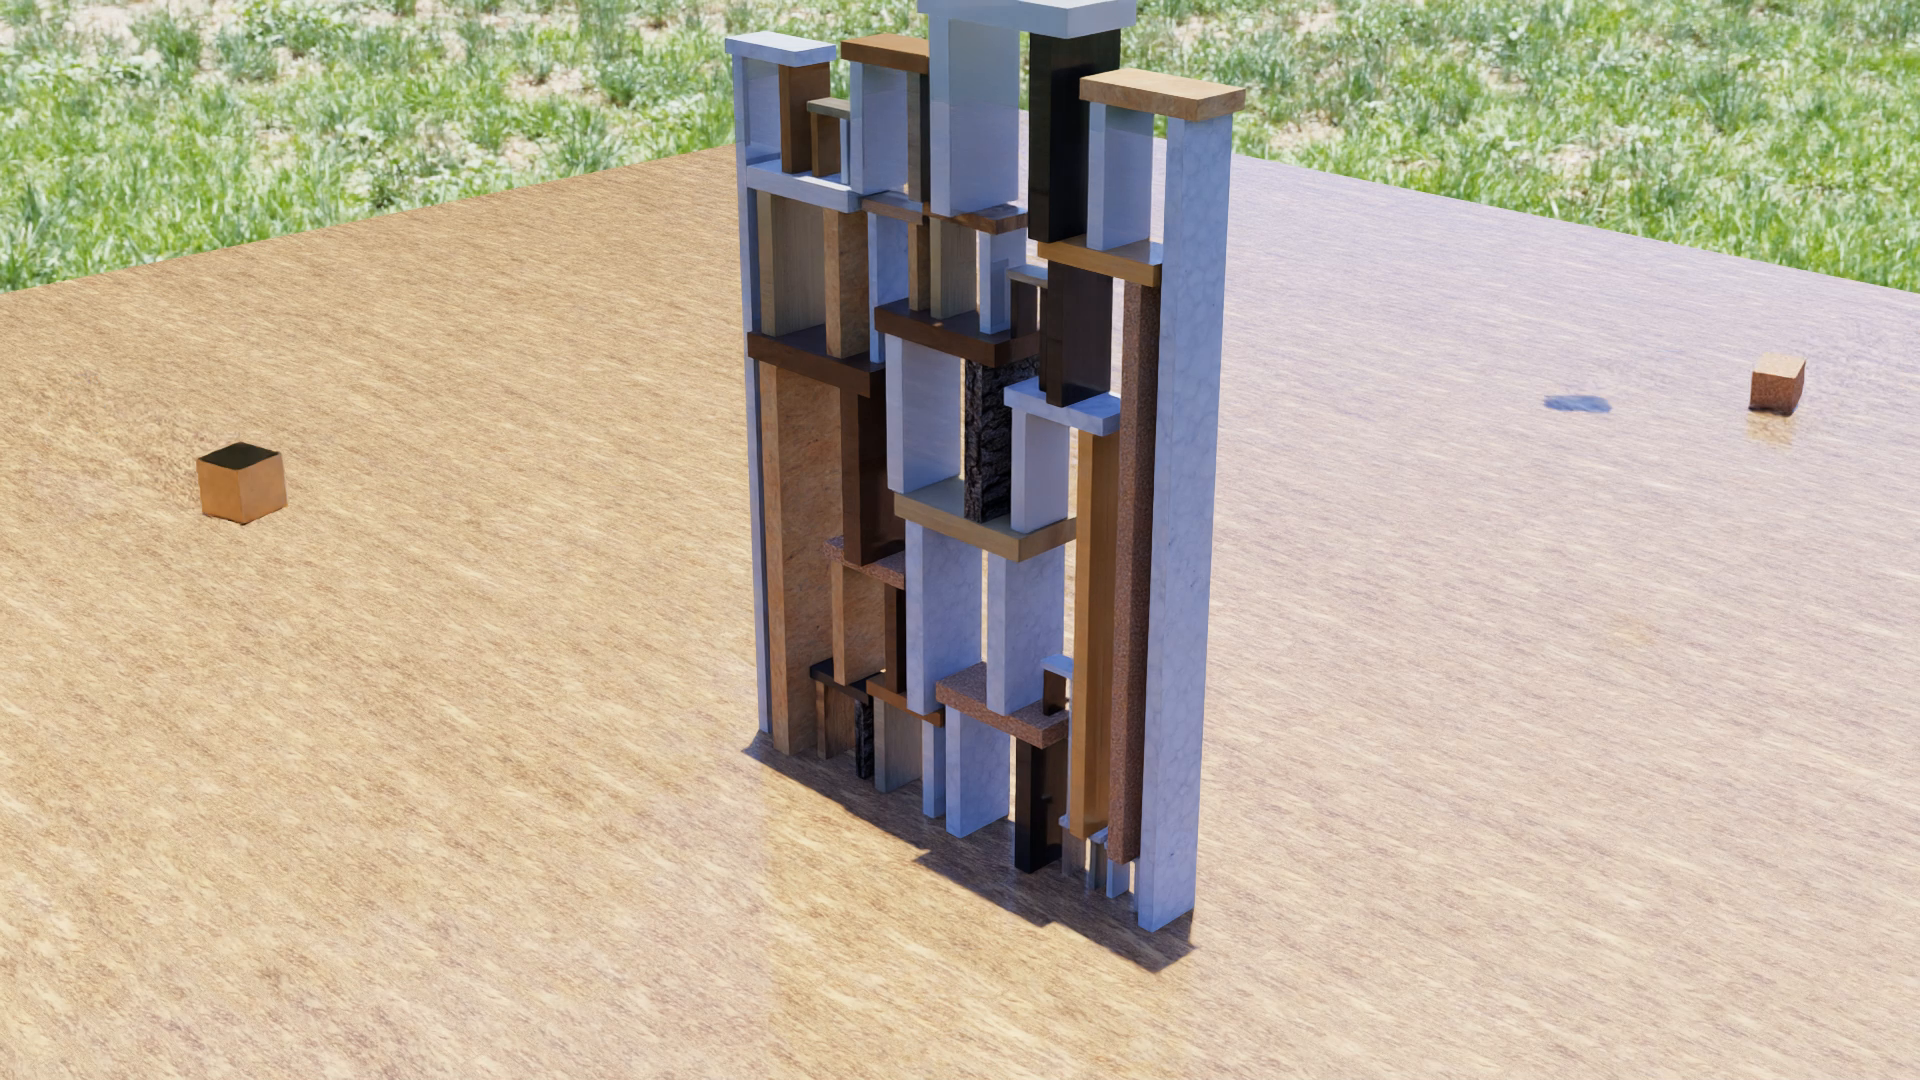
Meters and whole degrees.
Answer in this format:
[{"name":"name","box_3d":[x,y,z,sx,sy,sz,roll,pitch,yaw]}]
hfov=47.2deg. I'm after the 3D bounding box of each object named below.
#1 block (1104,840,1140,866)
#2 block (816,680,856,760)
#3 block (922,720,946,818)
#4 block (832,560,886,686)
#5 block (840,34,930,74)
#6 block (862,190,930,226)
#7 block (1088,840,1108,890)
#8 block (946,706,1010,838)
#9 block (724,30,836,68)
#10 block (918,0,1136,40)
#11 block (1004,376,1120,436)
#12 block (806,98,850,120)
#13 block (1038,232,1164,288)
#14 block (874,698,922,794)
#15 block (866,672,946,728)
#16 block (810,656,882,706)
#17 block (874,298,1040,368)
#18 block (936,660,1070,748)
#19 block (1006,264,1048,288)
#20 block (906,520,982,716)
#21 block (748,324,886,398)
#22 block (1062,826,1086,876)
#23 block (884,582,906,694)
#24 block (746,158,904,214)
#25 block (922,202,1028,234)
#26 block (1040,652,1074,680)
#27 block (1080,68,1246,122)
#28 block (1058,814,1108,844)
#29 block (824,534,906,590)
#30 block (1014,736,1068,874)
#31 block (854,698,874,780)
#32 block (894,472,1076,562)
[{"name":"block","box_3d":[0.324,0.580,4.117,0.050,0.014,0.101,-21,31,-40]},{"name":"block","box_3d":[-0.262,0.368,4.663,0.026,0.181,0.090,21,31,41]},{"name":"block","box_3d":[-0.025,0.444,4.439,0.107,0.214,0.030,-21,31,-41]},{"name":"block","box_3d":[-0.207,0.154,4.518,0.118,0.274,0.033,-21,31,-41]},{"name":"block","box_3d":[-0.094,-0.874,3.949,0.116,0.033,0.231,-21,30,-40]},{"name":"block","box_3d":[-0.096,-0.615,4.070,0.082,0.023,0.165,-21,30,-40]},{"name":"block","box_3d":[0.270,0.610,4.189,0.052,0.104,0.015,-21,32,-41]},{"name":"block","box_3d":[0.036,0.437,4.368,0.142,0.283,0.040,-21,31,-41]},{"name":"block","box_3d":[-0.343,-0.937,4.196,0.103,0.029,0.206,-21,31,-41]},{"name":"block","box_3d":[0.110,-0.904,3.710,0.345,0.049,0.172,21,31,40]},{"name":"block","box_3d":[0.204,-0.242,3.903,0.236,0.033,0.118,21,31,40]},{"name":"block","box_3d":[-0.224,-0.808,4.120,0.122,0.017,0.061,21,31,41]},{"name":"block","box_3d":[0.270,-0.485,3.722,0.259,0.037,0.130,21,31,41]},{"name":"block","box_3d":[-0.127,0.405,4.531,0.107,0.214,0.030,-21,31,-40]},{"name":"block","box_3d":[-0.077,0.312,4.437,0.214,0.030,0.107,21,31,41]},{"name":"block","box_3d":[-0.219,0.289,4.583,0.181,0.026,0.090,21,31,41]},{"name":"block","box_3d":[0.005,-0.391,4.050,0.310,0.044,0.155,22,32,40]},{"name":"block","box_3d":[0.103,0.314,4.243,0.283,0.040,0.142,21,31,41]},{"name":"block","box_3d":[0.139,-0.465,3.876,0.054,0.015,0.107,-22,30,-40]},{"name":"block","box_3d":[-0.031,0.131,4.307,0.046,0.405,0.163,21,31,40]},{"name":"block","box_3d":[-0.233,-0.365,4.324,0.358,0.051,0.179,21,31,41]},{"name":"block","box_3d":[0.220,0.591,4.235,0.015,0.104,0.052,21,31,40]},{"name":"block","box_3d":[-0.096,0.180,4.408,0.118,0.236,0.033,-21,31,-41]},{"name":"block","box_3d":[-0.260,-0.685,4.219,0.290,0.041,0.145,21,31,41]},{"name":"block","box_3d":[0.031,-0.587,3.942,0.094,0.027,0.187,-21,32,-40]},{"name":"block","box_3d":[0.202,0.238,4.106,0.096,0.014,0.048,20,30,40]},{"name":"block","box_3d":[0.326,-0.723,3.562,0.246,0.035,0.123,21,31,40]},{"name":"block","box_3d":[0.245,0.545,4.189,0.104,0.015,0.052,21,31,40]},{"name":"block","box_3d":[-0.151,0.034,4.407,0.118,0.033,0.236,-21,31,-41]},{"name":"block","box_3d":[0.170,0.489,4.244,0.142,0.284,0.040,-21,31,-41]},{"name":"block","box_3d":[-0.177,0.401,4.584,0.026,0.181,0.090,21,31,41]},{"name":"block","box_3d":[0.047,-0.047,4.149,0.326,0.046,0.163,21,31,40]}]
